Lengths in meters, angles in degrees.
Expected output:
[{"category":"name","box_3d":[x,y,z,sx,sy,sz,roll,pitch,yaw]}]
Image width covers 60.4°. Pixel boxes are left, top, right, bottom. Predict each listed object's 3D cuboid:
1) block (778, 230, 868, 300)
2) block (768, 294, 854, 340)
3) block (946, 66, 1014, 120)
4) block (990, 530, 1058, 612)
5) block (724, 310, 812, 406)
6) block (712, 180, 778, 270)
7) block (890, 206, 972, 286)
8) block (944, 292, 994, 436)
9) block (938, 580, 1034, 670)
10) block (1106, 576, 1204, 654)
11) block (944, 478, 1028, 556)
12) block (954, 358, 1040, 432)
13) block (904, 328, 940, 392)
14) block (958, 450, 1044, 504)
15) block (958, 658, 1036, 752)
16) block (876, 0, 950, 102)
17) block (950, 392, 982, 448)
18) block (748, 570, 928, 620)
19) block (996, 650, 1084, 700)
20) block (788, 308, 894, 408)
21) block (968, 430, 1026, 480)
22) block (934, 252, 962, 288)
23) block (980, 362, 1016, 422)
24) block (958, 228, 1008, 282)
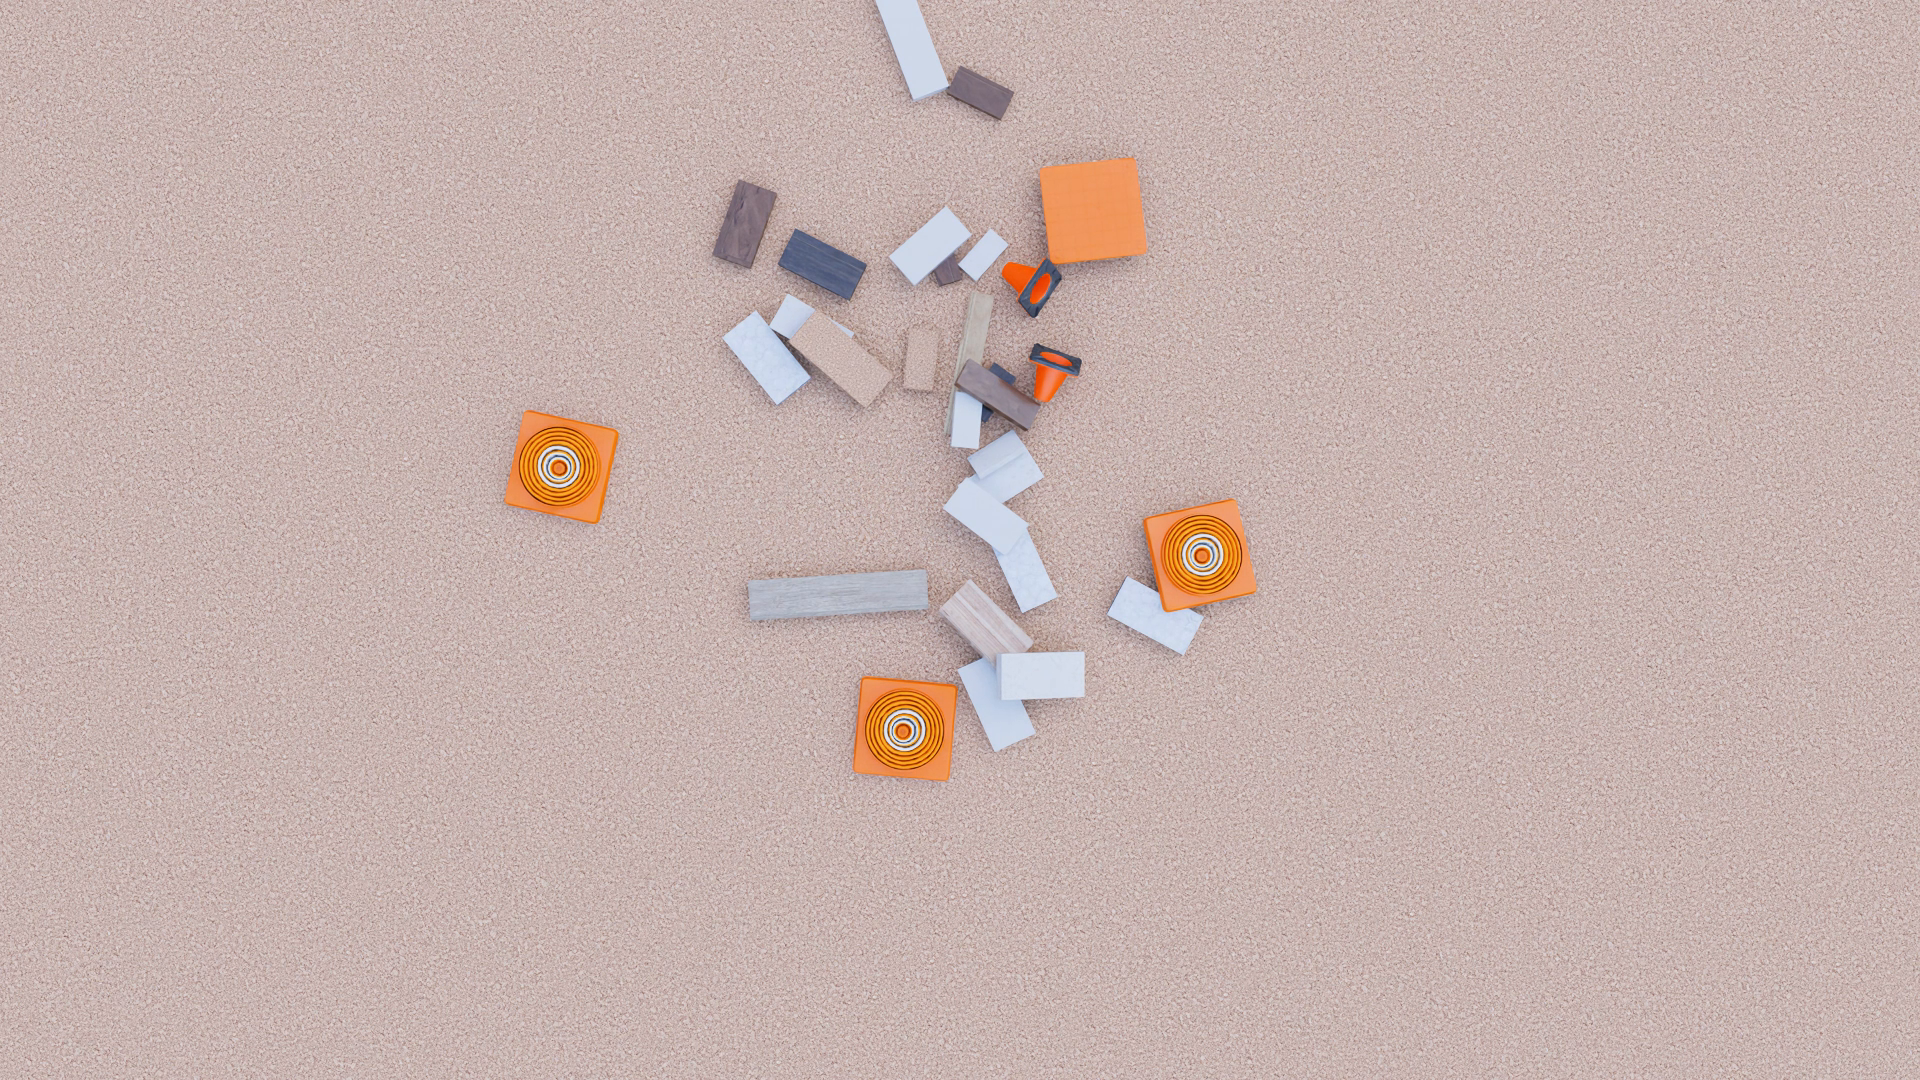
[{"category":"block","box_3d":[-0.457,-0.915,5.481,0.264,0.037,0.132,27,90,0]},{"category":"block","box_3d":[-0.492,-0.695,5.461,0.252,0.036,0.126,30,90,-10]},{"category":"block","box_3d":[0.068,-1.486,5.486,0.200,0.028,0.100,26,90,0]},{"category":"block","box_3d":[0.211,0.098,5.482,0.129,0.037,0.258,-25,90,0]},{"category":"block","box_3d":[-0.641,-0.604,5.480,0.144,0.041,0.287,-39,90,0]},{"category":"block","box_3d":[-0.715,-1.049,5.481,0.132,0.037,0.264,20,90,0]},{"category":"block","box_3d":[-0.098,-0.972,5.459,0.252,0.036,0.126,-41,90,0]},{"category":"block","box_3d":[0.029,-0.583,5.489,0.081,0.023,0.479,11,90,0]},{"category":"block","box_3d":[0.085,0.289,5.449,0.299,0.042,0.149,44,74,4]},{"category":"block","box_3d":[0.647,0.251,5.480,0.287,0.041,0.144,28,90,0]},{"category":"block","box_3d":[0.086,-0.078,5.445,0.258,0.037,0.129,37,90,0]},{"category":"block","box_3d":[0.124,-0.477,5.434,0.289,0.028,0.100,32,69,-14]},{"category":"block","box_3d":[-0.128,-0.598,5.486,0.100,0.028,0.200,6,90,0]},{"category":"block","box_3d":[0.136,-0.195,5.482,0.258,0.037,0.129,-32,90,0]},{"category":"block","box_3d":[0.121,0.534,5.479,0.149,0.042,0.299,-24,90,0]},{"category":"block","box_3d":[-0.166,-1.669,5.482,0.126,0.036,0.398,-21,90,0]},{"category":"block","box_3d":[0.022,-0.394,5.436,0.090,0.025,0.180,5,91,-11]},{"category":"block","box_3d":[-0.403,0.181,5.481,0.591,0.037,0.132,-4,90,0]},{"category":"block","box_3d":[0.266,0.444,5.424,0.299,0.042,0.149,0,90,-22]},{"category":"block","box_3d":[-0.392,-0.598,5.446,0.333,0.041,0.144,41,88,-11]},{"category":"block","box_3d":[0.122,-0.284,5.462,0.180,0.026,0.090,-32,51,0]},{"category":"block","box_3d":[-0.055,-0.933,5.489,0.081,0.023,0.162,-17,90,0]},{"category":"block","box_3d":[0.099,-0.489,5.473,0.090,0.026,0.180,35,86,-10]},{"category":"block","box_3d":[0.078,-0.947,5.489,0.081,0.023,0.162,42,90,0]}]
